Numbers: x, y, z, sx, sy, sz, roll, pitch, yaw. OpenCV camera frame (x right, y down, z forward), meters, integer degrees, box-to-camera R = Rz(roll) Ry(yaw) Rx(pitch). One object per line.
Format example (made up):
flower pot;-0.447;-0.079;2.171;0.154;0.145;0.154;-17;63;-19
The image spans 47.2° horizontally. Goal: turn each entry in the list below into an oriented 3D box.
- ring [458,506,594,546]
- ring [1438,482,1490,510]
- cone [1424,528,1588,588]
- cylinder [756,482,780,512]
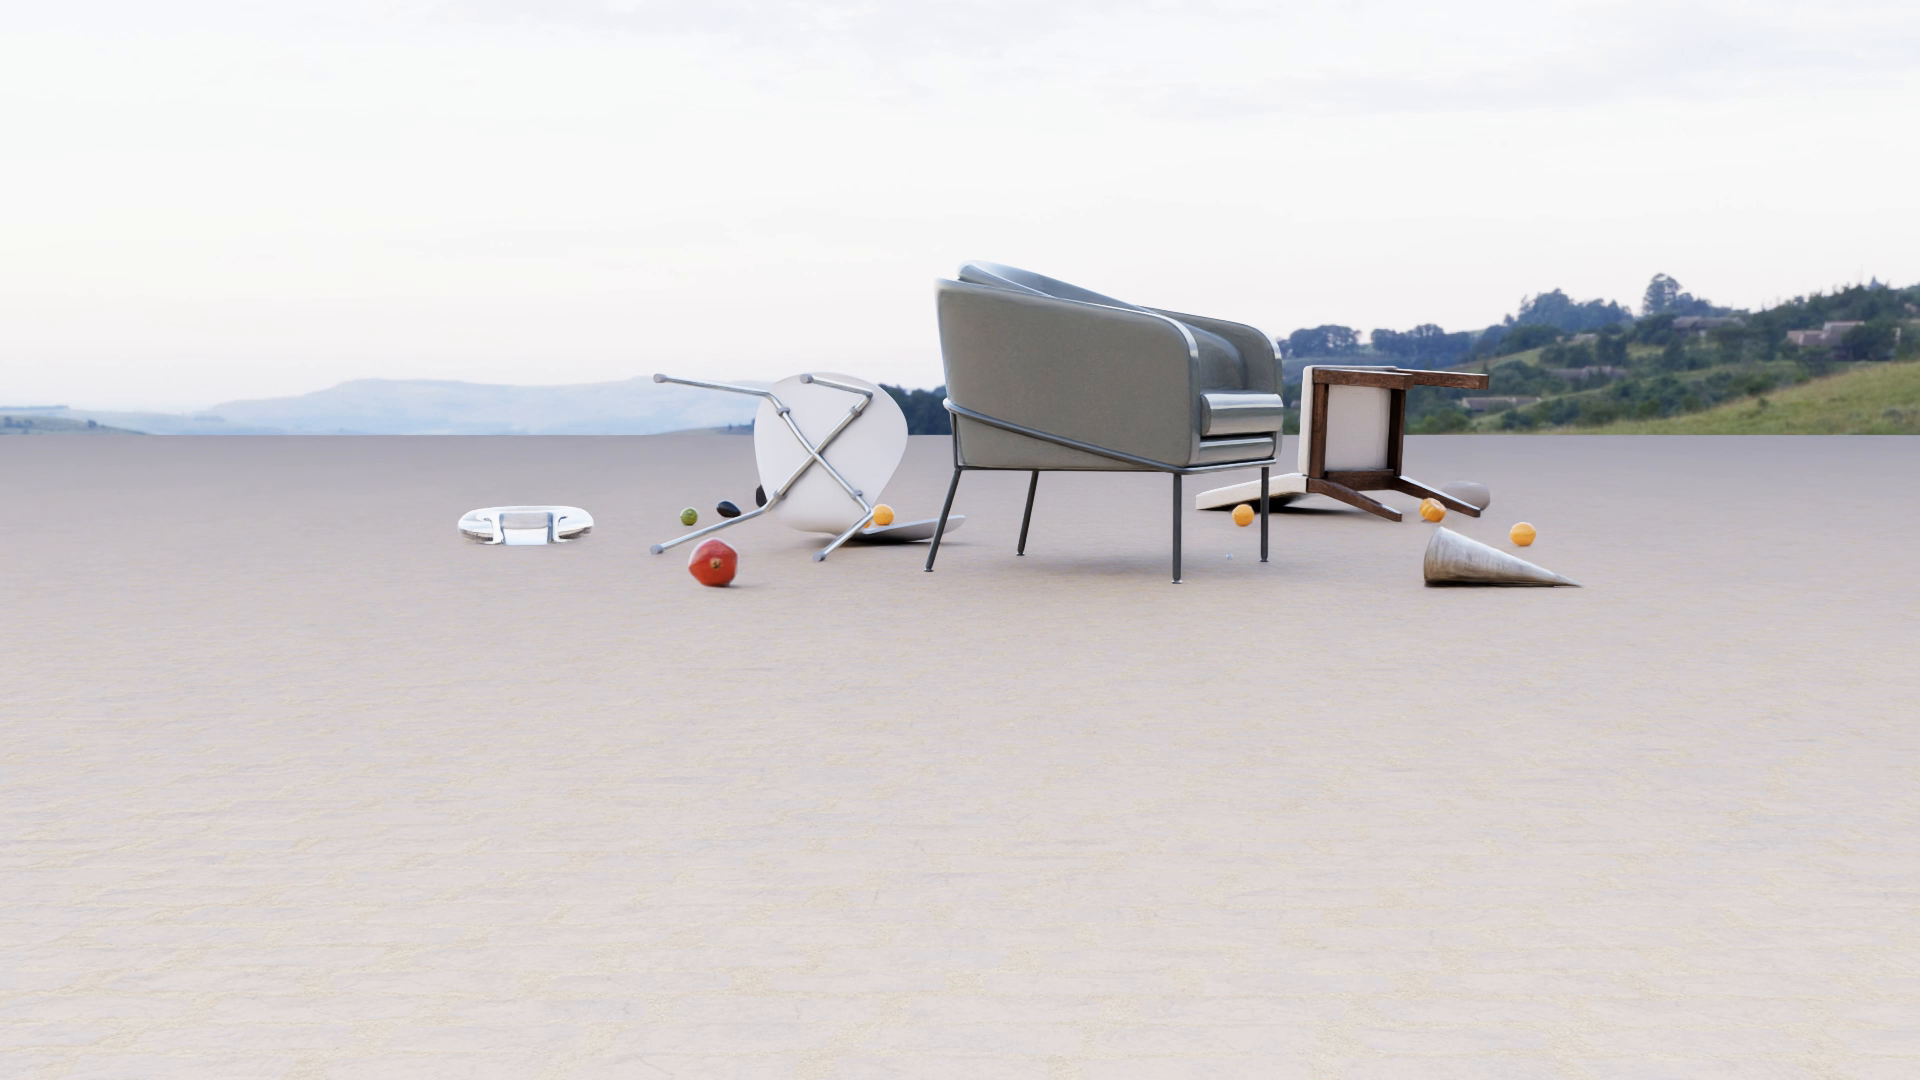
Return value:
ring;-1.273;-0.042;6.450;0.394;0.099;0.348;-1;5;-5
ring;1.880;-0.162;8.193;0.190;0.098;0.142;2;10;19
cone;1.263;0.071;5.038;0.351;0.131;0.315;13;5;20
cylinder;-0.709;-0.159;8.104;0.086;0.105;0.121;-8;4;-2
